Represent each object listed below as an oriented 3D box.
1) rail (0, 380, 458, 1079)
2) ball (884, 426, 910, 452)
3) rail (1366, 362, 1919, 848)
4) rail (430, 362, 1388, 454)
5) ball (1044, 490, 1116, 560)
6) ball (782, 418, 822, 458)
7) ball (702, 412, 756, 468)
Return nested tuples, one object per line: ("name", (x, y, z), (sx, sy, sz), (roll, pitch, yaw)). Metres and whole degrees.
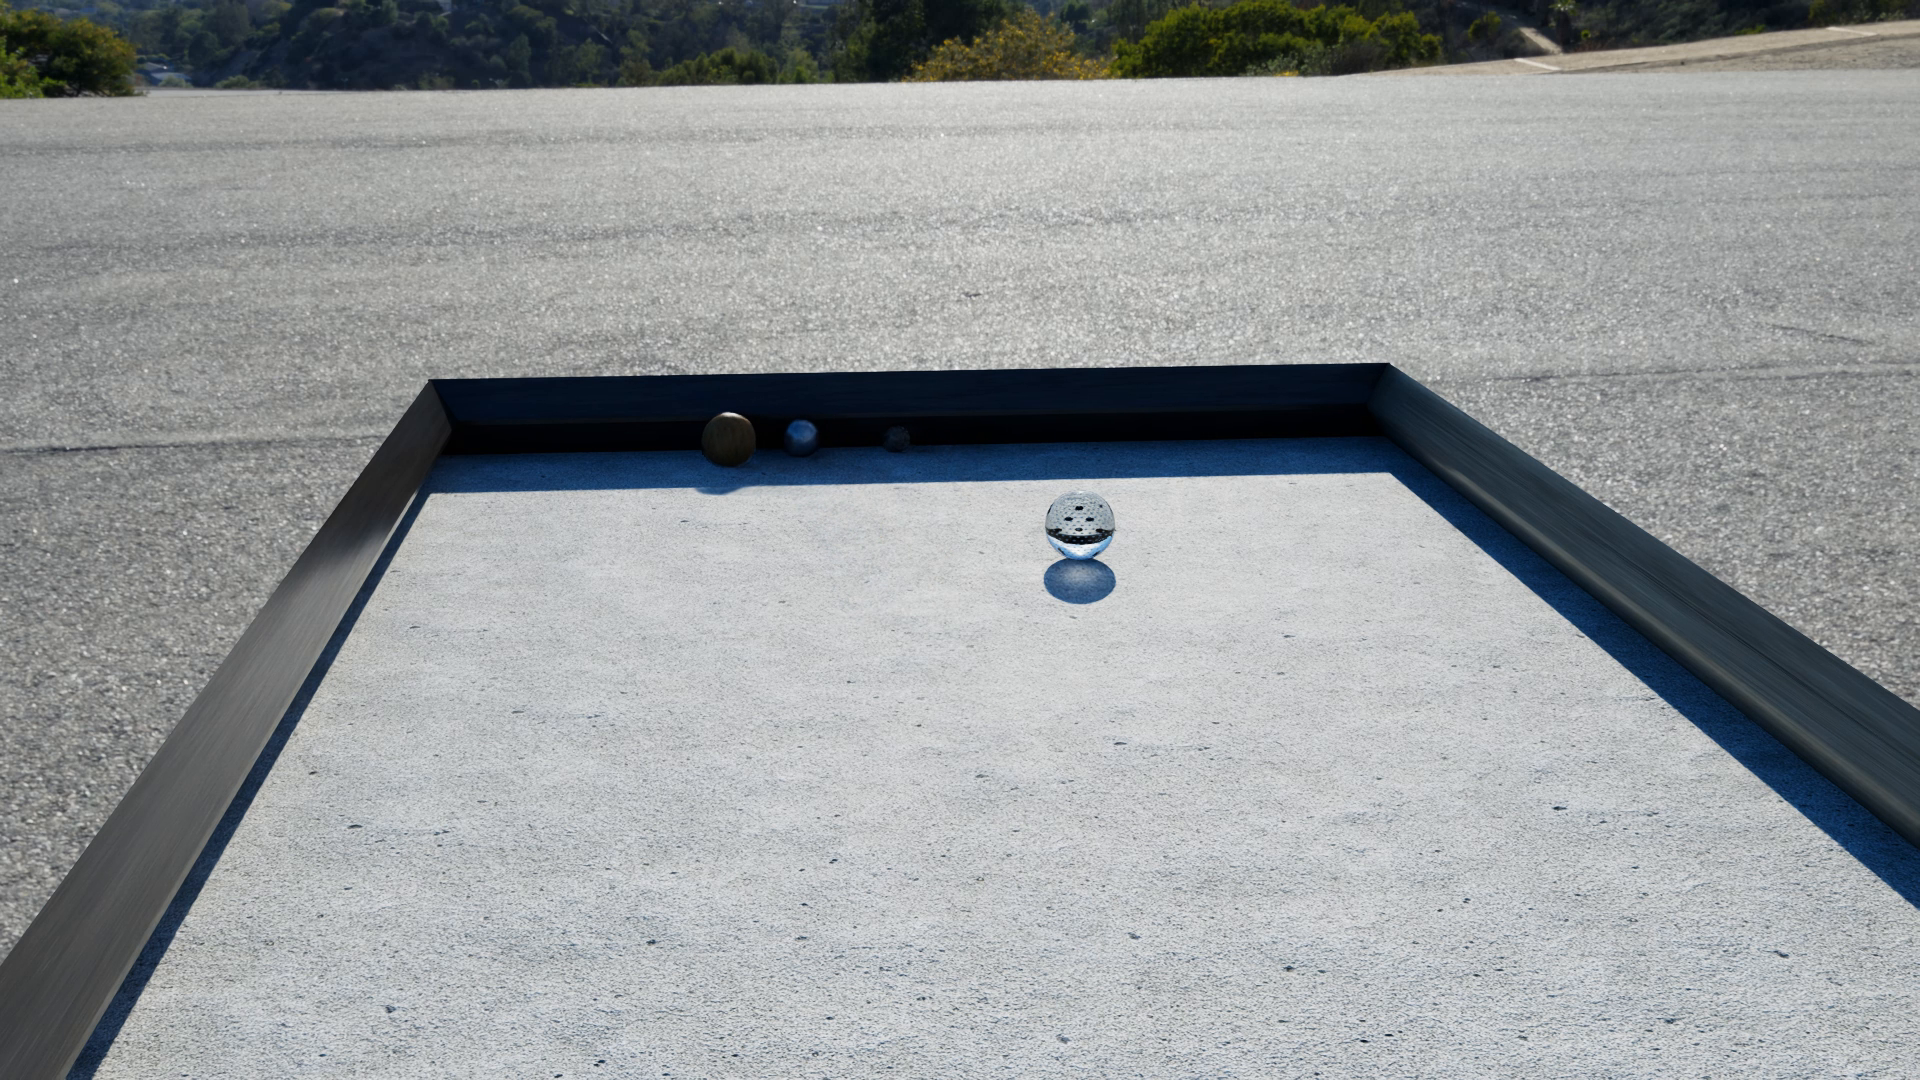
("rail", (-0.639, 0.173, 1.963), (0.045, 0.114, 2.736), (-1, 15, -5))
("ball", (-0.094, -0.152, 3.304), (0.040, 0.040, 0.040), (0, 15, 0))
("rail", (0.765, 0.139, 2.089), (0.045, 0.114, 2.736), (-1, 15, -5))
("rail", (-0.061, -0.195, 3.318), (1.457, 0.114, 0.045), (-1, 15, -5))
("ball", (0.149, -0.018, 2.722), (0.088, 0.088, 0.088), (0, 15, 0))
("ball", (-0.236, -0.152, 3.272), (0.058, 0.058, 0.058), (0, 15, 0))
("ball", (-0.337, -0.146, 3.208), (0.080, 0.080, 0.080), (0, 15, 0))
